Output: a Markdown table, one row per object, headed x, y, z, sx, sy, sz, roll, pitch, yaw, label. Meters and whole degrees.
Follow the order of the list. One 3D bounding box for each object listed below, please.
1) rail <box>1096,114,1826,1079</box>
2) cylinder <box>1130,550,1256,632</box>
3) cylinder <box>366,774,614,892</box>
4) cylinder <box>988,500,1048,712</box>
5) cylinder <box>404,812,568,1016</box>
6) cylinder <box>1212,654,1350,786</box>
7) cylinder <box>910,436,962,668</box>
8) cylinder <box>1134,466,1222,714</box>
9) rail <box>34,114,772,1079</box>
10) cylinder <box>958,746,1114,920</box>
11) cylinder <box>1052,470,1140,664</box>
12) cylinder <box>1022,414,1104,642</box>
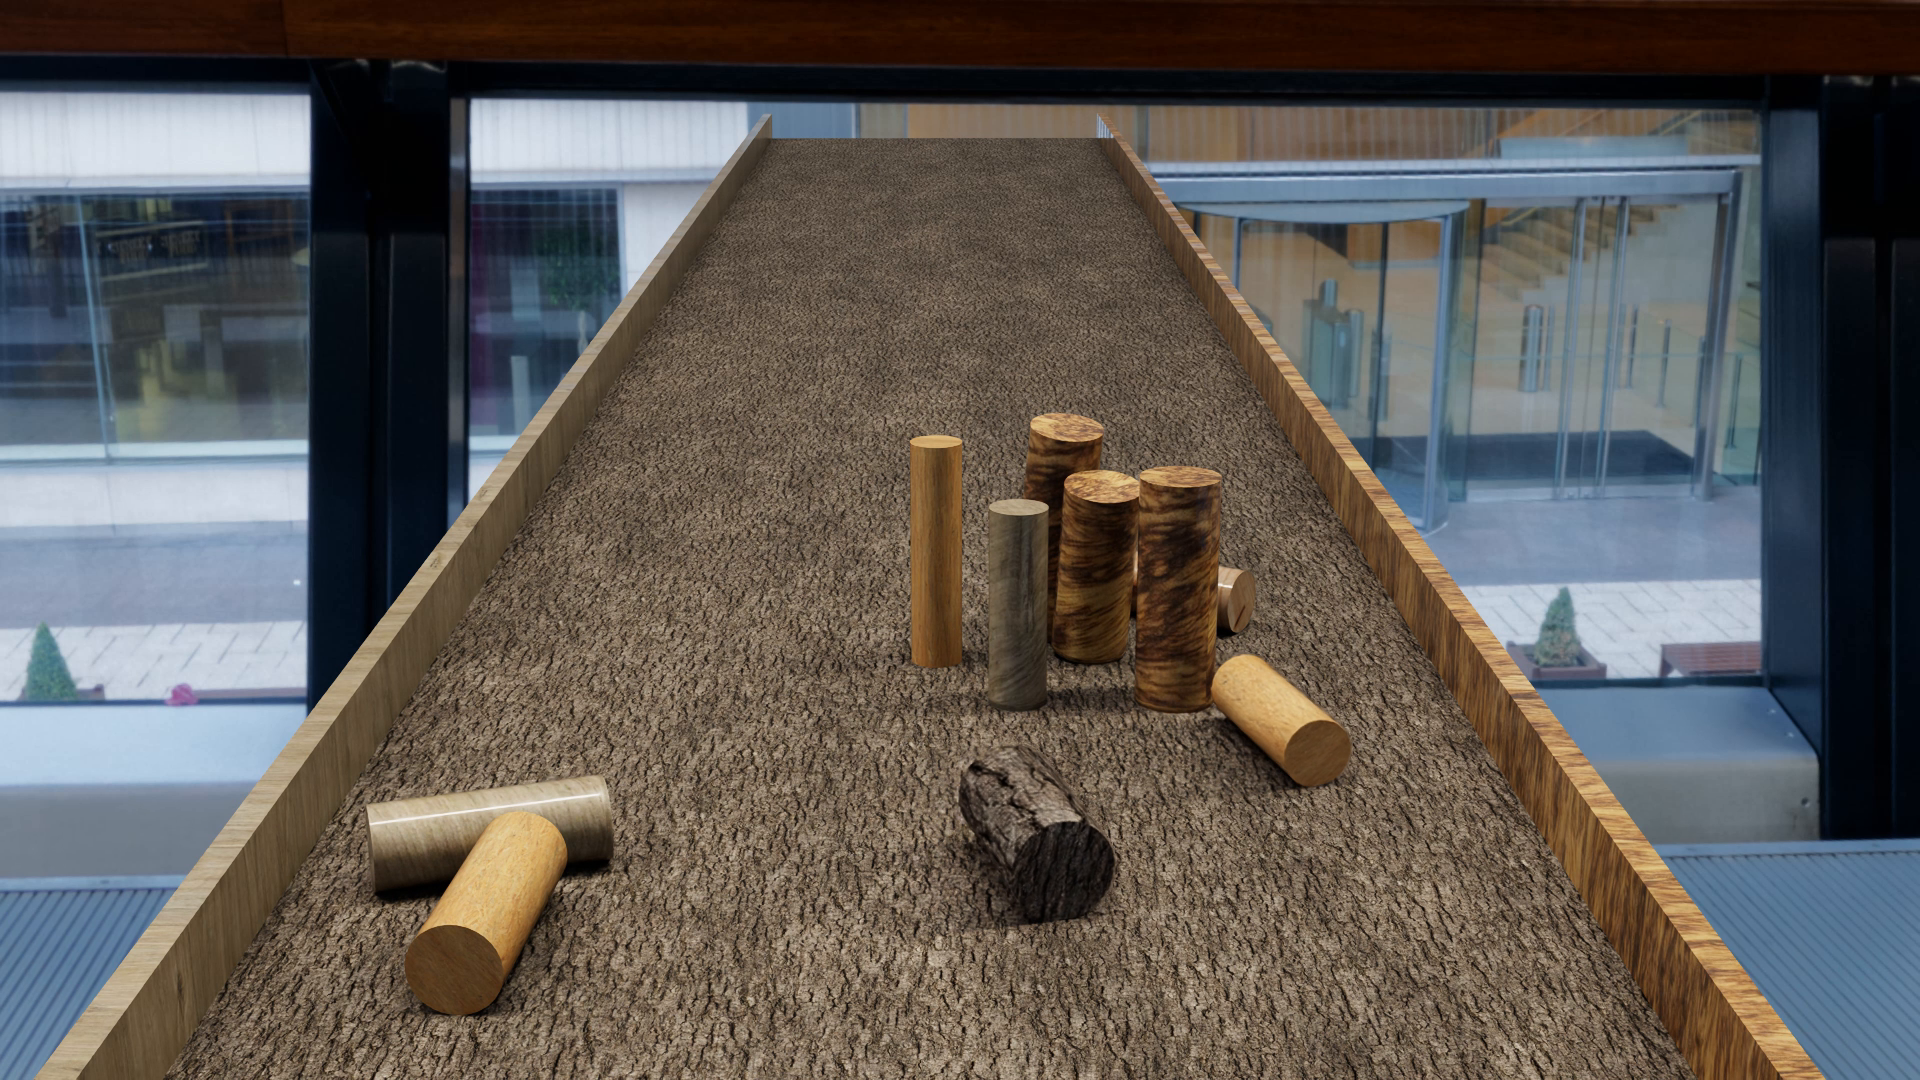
| x | y | z | sx | sy | sz | roll | pitch | yaw | label |
| --- | --- | --- | --- | --- | --- | --- | --- | --- | --- |
| 0.932 | -0.844 | 7.801 | 0.050 | 0.150 | 12.000 | 0 | 17 | -1 | rail |
| 0.427 | 0.099 | 4.663 | 0.378 | 0.130 | 0.130 | 11 | 20 | 32 | cylinder |
| -0.737 | 0.458 | 3.447 | 0.364 | 0.137 | 0.137 | -6 | 17 | -18 | cylinder |
| 0.109 | 0.123 | 4.138 | 0.111 | 0.384 | 0.111 | 0 | 17 | 0 | cylinder |
| -0.681 | 0.534 | 3.191 | 0.137 | 0.137 | 0.383 | 1 | 17 | 3 | cylinder |
| 0.569 | 0.319 | 3.936 | 0.123 | 0.123 | 0.344 | -4 | 17 | -14 | cylinder |
| -0.047 | 0.024 | 4.357 | 0.102 | 0.450 | 0.102 | 0 | 17 | 0 | cylinder |
| 0.409 | 0.093 | 4.141 | 0.153 | 0.440 | 0.153 | 0 | 17 | 0 | cylinder |
| -1.118 | -0.838 | 7.780 | 0.050 | 0.150 | 12.000 | 0 | 17 | -1 | rail |
| 0.115 | 0.452 | 3.425 | 0.162 | 0.162 | 0.311 | -4 | 17 | -14 | cylinder |
| 0.271 | 0.055 | 4.379 | 0.154 | 0.357 | 0.154 | 3 | 26 | -1 | cylinder |
| 0.195 | -0.023 | 4.486 | 0.148 | 0.448 | 0.148 | 4 | 25 | -2 | cylinder |
